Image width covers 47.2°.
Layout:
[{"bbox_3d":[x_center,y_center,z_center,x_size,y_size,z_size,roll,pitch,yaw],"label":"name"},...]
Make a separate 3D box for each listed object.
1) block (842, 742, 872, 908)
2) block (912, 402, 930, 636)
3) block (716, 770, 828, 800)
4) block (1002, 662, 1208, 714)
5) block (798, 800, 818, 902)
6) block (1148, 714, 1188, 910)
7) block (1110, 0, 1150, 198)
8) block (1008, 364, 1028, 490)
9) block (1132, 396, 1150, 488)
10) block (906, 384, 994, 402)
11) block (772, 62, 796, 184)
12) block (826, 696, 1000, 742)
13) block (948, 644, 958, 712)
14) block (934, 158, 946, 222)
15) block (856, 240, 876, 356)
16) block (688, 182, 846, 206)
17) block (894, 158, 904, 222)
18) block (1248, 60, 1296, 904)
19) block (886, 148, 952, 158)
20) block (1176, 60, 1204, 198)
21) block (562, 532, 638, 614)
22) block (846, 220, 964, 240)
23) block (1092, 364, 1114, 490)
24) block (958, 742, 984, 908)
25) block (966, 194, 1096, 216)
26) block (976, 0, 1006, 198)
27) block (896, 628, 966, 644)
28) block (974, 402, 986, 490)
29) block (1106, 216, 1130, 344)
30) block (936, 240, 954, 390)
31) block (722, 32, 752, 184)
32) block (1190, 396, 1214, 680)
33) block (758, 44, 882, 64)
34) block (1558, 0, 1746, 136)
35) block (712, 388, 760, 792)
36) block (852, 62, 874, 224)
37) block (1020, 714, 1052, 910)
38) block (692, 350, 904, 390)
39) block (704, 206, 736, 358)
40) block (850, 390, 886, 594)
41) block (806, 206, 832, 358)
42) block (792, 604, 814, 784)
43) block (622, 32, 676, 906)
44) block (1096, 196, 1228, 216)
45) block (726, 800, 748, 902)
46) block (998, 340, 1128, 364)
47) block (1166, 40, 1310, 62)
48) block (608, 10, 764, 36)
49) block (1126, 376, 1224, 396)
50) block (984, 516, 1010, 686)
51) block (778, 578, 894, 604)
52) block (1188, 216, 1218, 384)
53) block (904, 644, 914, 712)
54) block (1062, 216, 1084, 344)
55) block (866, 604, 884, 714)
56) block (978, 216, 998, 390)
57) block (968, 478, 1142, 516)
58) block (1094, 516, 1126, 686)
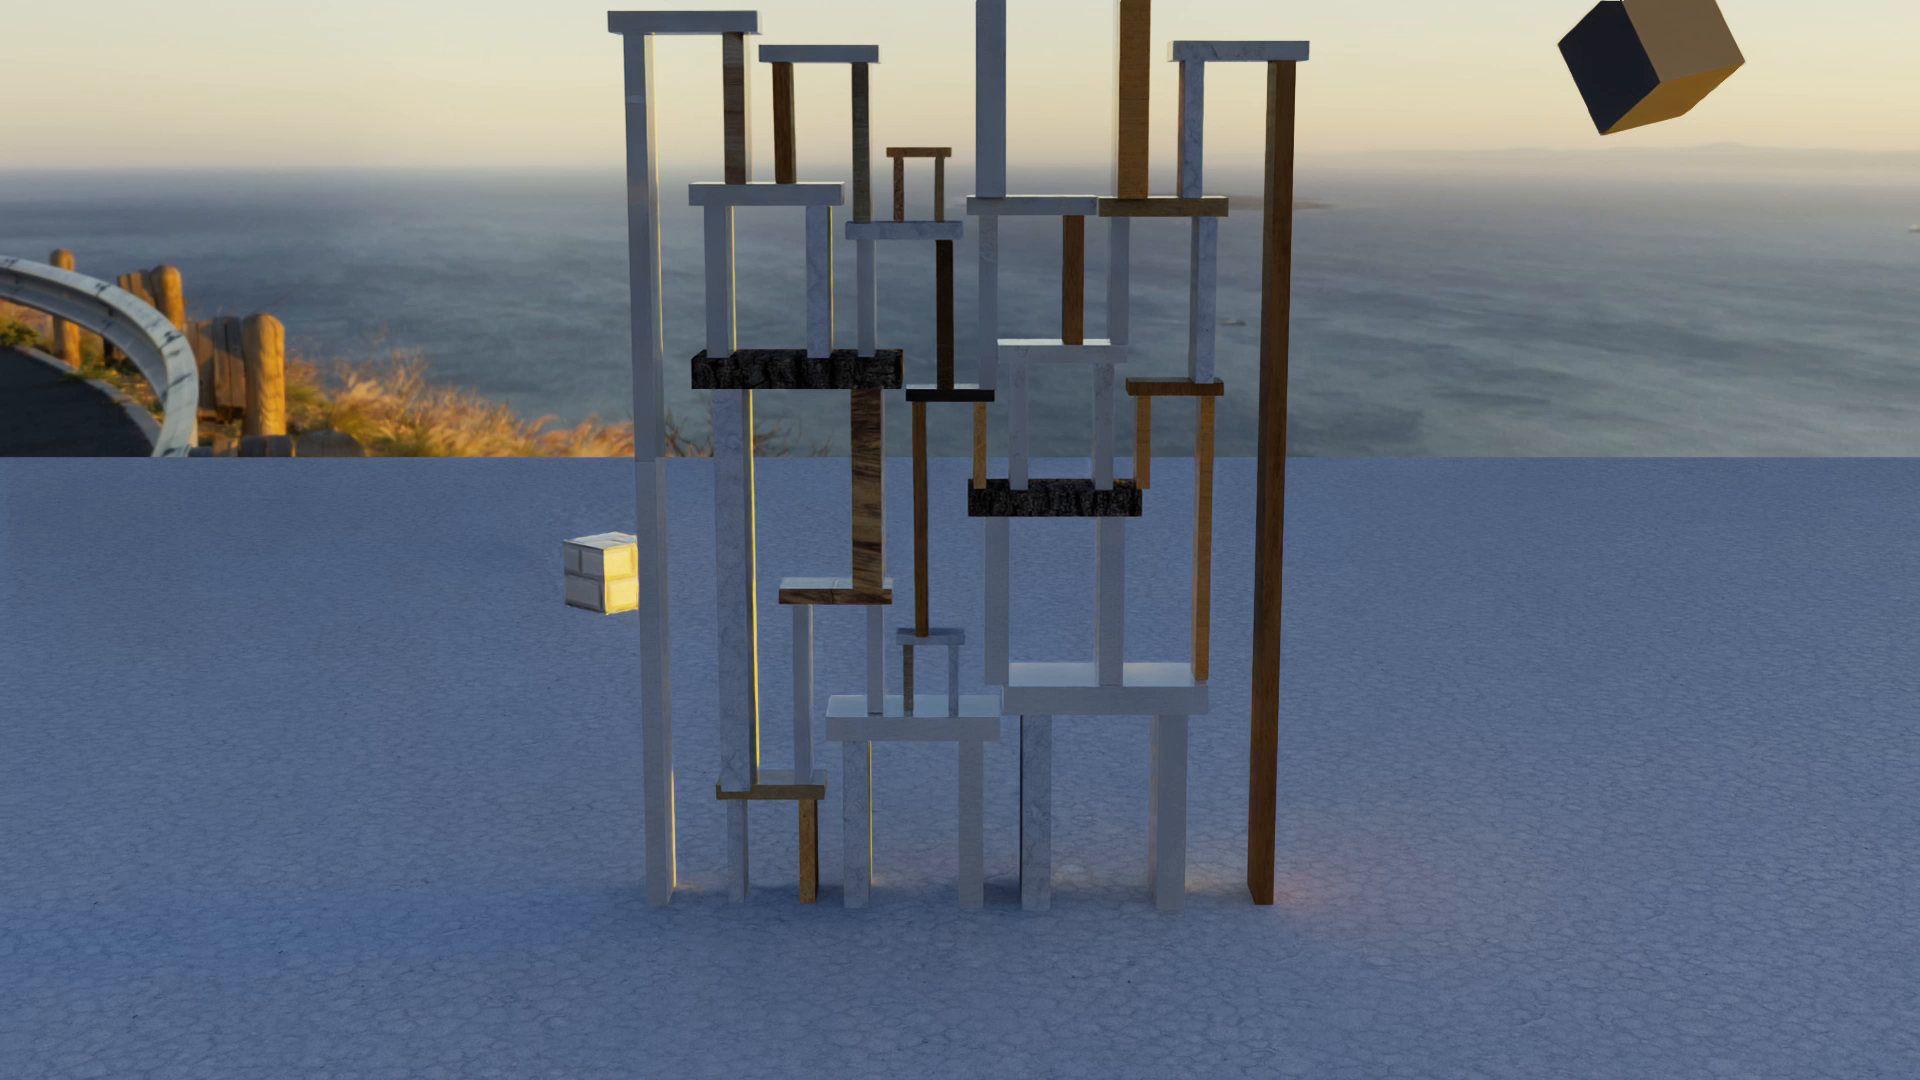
[{"bbox_3d":[-0.170,0.451,3.647,0.040,0.282,0.141,0,11,0],"label":"block"},{"bbox_3d":[-0.063,-0.038,3.549,0.020,0.382,0.070,0,11,1],"label":"block"},{"bbox_3d":[-0.310,0.404,3.636,0.176,0.025,0.088,0,11,0],"label":"block"},{"bbox_3d":[0.234,0.243,3.610,0.329,0.047,0.164,0,11,0],"label":"block"},{"bbox_3d":[-0.251,0.503,3.654,0.025,0.176,0.088,0,11,0],"label":"block"},{"bbox_3d":[0.344,0.428,3.644,0.047,0.329,0.164,0,11,0],"label":"block"},{"bbox_3d":[0.266,-0.702,3.430,0.046,0.330,0.164,0,11,0],"label":"block"},{"bbox_3d":[0.093,-0.187,3.524,0.029,0.203,0.101,0,11,0],"label":"block"},{"bbox_3d":[0.292,-0.162,3.532,0.021,0.149,0.075,0,11,0],"label":"block"},{"bbox_3d":[-0.015,-0.235,3.513,0.140,0.020,0.070,0,11,0],"label":"block"},{"bbox_3d":[-0.274,-0.652,3.438,0.026,0.185,0.092,-1,11,0],"label":"block"},{"bbox_3d":[-0.076,0.293,3.617,0.282,0.040,0.141,0,11,0],"label":"block"},{"bbox_3d":[-0.010,0.219,3.600,0.016,0.111,0.055,0,11,0],"label":"block"},{"bbox_3d":[-0.031,-0.551,3.455,0.014,0.101,0.050,1,11,3],"label":"block"},{"bbox_3d":[-0.148,-0.386,3.490,0.026,0.183,0.091,0,11,0],"label":"block"},{"bbox_3d":[-0.301,-0.544,3.457,0.236,0.033,0.118,0,11,0],"label":"block"},{"bbox_3d":[-0.096,-0.551,3.459,0.014,0.101,0.050,0,11,2],"label":"block"},{"bbox_3d":[0.500,-0.077,3.544,0.030,1.358,0.104,0,11,0],"label":"block"},{"bbox_3d":[-0.064,-0.608,3.446,0.101,0.014,0.050,0,11,2],"label":"block"},{"bbox_3d":[0.360,-0.642,3.439,0.030,0.209,0.104,0,11,1],"label":"block"},{"bbox_3d":[-0.936,0.088,5.891,0.177,0.177,0.177,10,14,42],"label":"block"},{"bbox_3d":[-0.087,-0.489,3.471,0.183,0.026,0.091,0,11,1],"label":"block"},{"bbox_3d":[0.229,-0.187,3.524,0.029,0.203,0.101,0,11,0],"label":"block"},{"bbox_3d":[0.018,0.451,3.647,0.040,0.282,0.141,0,11,0],"label":"block"},{"bbox_3d":[0.111,-0.528,3.462,0.202,0.029,0.101,0,11,0],"label":"block"},{"bbox_3d":[0.047,-0.702,3.428,0.046,0.328,0.164,0,11,0],"label":"block"},{"bbox_3d":[-0.047,0.157,3.589,0.111,0.016,0.055,0,11,0],"label":"block"},{"bbox_3d":[0.032,-0.156,3.527,0.020,0.140,0.070,0,11,0],"label":"block"},{"bbox_3d":[0.250,-0.414,3.484,0.028,0.200,0.100,0,11,1],"label":"block"},{"bbox_3d":[-0.025,-0.361,3.494,0.026,0.234,0.091,0,11,-1],"label":"block"},{"bbox_3d":[-0.346,-0.672,3.430,0.032,0.229,0.114,0,11,0],"label":"block"},{"bbox_3d":[0.392,-0.007,3.561,0.021,0.464,0.075,0,10,0],"label":"block"},{"bbox_3d":[-0.215,-0.755,3.417,0.185,0.026,0.092,0,11,2],"label":"block"},{"bbox_3d":[1.767,-1.247,5.634,0.275,0.275,0.275,-16,-13,-21],"label":"block"},{"bbox_3d":[-0.363,0.070,3.574,0.046,0.653,0.163,0,11,0],"label":"block"},{"bbox_3d":[-0.152,-0.621,3.442,0.026,0.245,0.092,0,11,1],"label":"block"},{"bbox_3d":[0.125,0.428,3.644,0.047,0.329,0.164,0,11,0],"label":"block"},{"bbox_3d":[-0.255,-0.274,3.510,0.327,0.046,0.163,0,11,0],"label":"block"},{"bbox_3d":[-0.380,-0.412,3.482,0.033,0.236,0.118,0,11,0],"label":"block"},{"bbox_3d":[-0.147,-0.090,3.544,0.046,0.327,0.163,0,11,0],"label":"block"},{"bbox_3d":[-0.223,-0.412,3.482,0.033,0.236,0.118,0,11,0],"label":"block"},{"bbox_3d":[-0.257,0.243,3.608,0.026,0.301,0.090,0,11,0],"label":"block"},{"bbox_3d":[-0.498,-0.097,3.538,0.032,1.399,0.114,0,11,0],"label":"block"},{"bbox_3d":[0.317,-0.525,3.461,0.200,0.028,0.100,0,11,1],"label":"block"},{"bbox_3d":[-0.369,0.503,3.654,0.025,0.176,0.088,0,11,0],"label":"block"},{"bbox_3d":[0.161,-0.301,3.503,0.203,0.029,0.101,0,11,0],"label":"block"},{"bbox_3d":[0.430,-0.759,3.417,0.209,0.030,0.104,0,11,0],"label":"block"},{"bbox_3d":[-0.422,-0.801,3.406,0.229,0.032,0.114,0,11,0],"label":"block"},{"bbox_3d":[0.343,-0.246,3.516,0.149,0.021,0.075,0,10,0],"label":"block"},{"bbox_3d":[0.059,0.086,3.577,0.039,0.275,0.138,0,11,0],"label":"block"},{"bbox_3d":[-0.200,0.083,3.578,0.181,0.026,0.090,0,11,0],"label":"block"},{"bbox_3d":[0.385,-0.383,3.486,0.028,0.260,0.100,0,10,-1],"label":"block"},{"bbox_3d":[-0.084,0.219,3.600,0.016,0.111,0.055,0,11,0],"label":"block"},{"bbox_3d":[0.179,-0.415,3.484,0.029,0.202,0.101,0,11,0],"label":"block"},{"bbox_3d":[-0.138,0.184,3.597,0.026,0.181,0.090,0,11,0],"label":"block"},{"bbox_3d":[0.044,-0.379,3.489,0.029,0.272,0.101,0,11,0],"label":"block"},{"bbox_3d":[0.151,-0.069,3.548,0.275,0.039,0.138,0,11,0],"label":"block"},{"bbox_3d":[0.243,0.086,3.577,0.039,0.275,0.138,0,11,0],"label":"block"}]
